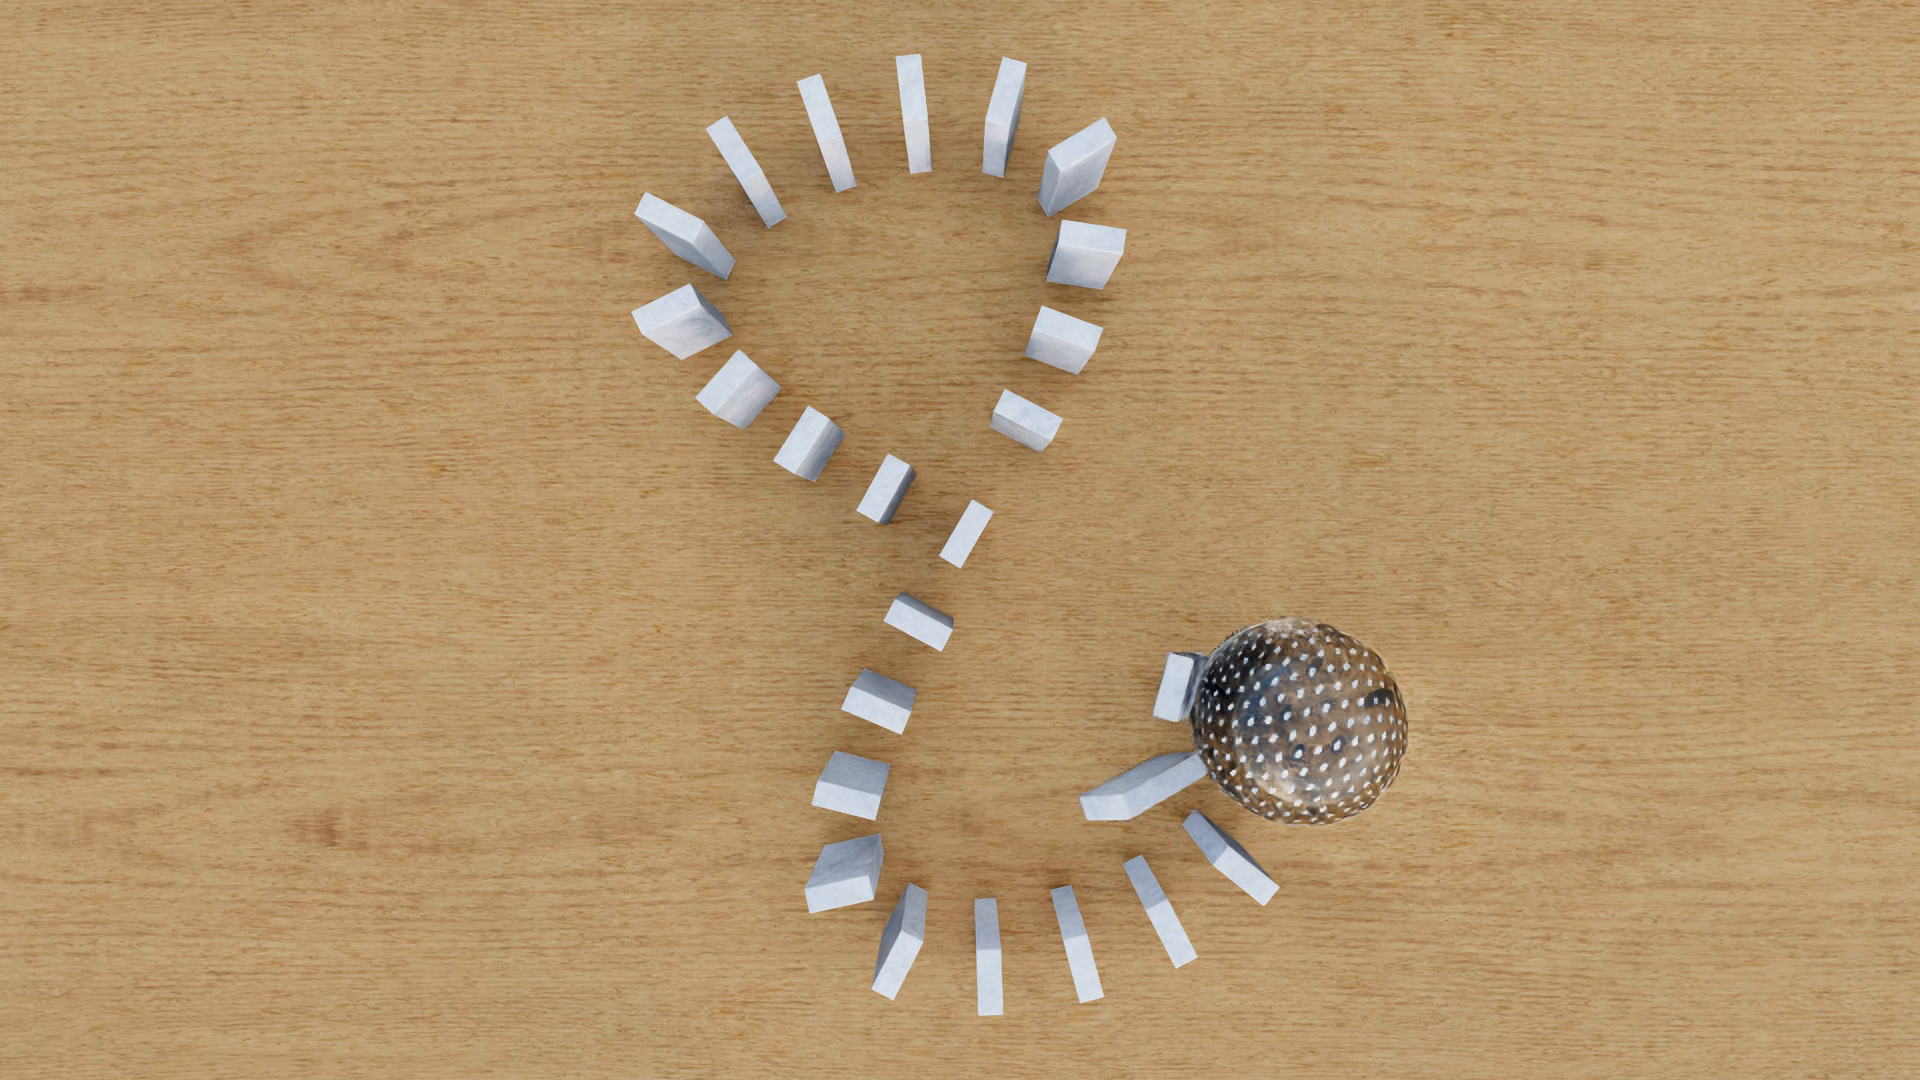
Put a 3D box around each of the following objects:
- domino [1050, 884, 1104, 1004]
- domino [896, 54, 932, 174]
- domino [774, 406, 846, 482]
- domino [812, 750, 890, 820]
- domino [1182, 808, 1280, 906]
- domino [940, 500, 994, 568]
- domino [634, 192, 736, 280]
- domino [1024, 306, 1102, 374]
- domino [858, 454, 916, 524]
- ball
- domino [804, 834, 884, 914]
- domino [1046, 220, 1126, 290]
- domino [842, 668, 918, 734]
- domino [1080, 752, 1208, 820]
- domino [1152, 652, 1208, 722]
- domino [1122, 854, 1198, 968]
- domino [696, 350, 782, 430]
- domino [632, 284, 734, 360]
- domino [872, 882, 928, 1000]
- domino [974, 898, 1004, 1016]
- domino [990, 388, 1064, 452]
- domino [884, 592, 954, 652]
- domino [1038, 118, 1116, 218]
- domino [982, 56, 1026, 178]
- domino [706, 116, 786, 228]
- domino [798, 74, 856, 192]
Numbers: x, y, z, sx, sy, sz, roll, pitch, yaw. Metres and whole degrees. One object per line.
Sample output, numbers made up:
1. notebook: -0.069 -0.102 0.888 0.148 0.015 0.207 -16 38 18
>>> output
1. domino: 0.047 0.164 0.375 0.009 0.050 0.025 -15 90 0
2. domino: -0.018 -0.173 0.375 0.009 0.050 0.025 -7 90 0
3. domino: -0.061 -0.038 0.375 0.009 0.050 0.025 33 90 0
4. domino: -0.043 0.100 0.375 0.025 0.050 0.010 14 90 0
5. domino: 0.109 0.128 0.375 0.025 0.050 0.010 39 90 0
6. domino: 0.002 -0.002 0.375 0.009 0.050 0.025 30 90 0
7. domino: -0.111 -0.123 0.375 0.025 0.050 0.010 27 90 0
8. domino: 0.041 -0.081 0.375 0.025 0.050 0.010 20 90 0
9. domino: -0.029 -0.020 0.375 0.009 0.050 0.025 29 90 0
10. ball: 0.132 0.071 0.360 0.080 0.080 0.080 0 90 0
11. domino: -0.046 0.135 0.375 0.025 0.050 0.009 -12 90 0
12. domino: 0.051 -0.116 0.375 0.025 0.050 0.010 9 90 0
13. domino: -0.032 0.065 0.375 0.025 0.050 0.010 23 90 0
14. domino: 0.076 0.100 0.375 0.050 0.025 0.010 -15 83 -37
15. domino: 0.091 0.059 0.375 0.010 0.050 0.025 16 90 23
16. domino: 0.081 0.150 0.375 0.010 0.050 0.025 -28 90 0
17. domino: -0.089 -0.060 0.375 0.009 0.050 0.025 42 90 0
18. domino: -0.112 -0.088 0.375 0.025 0.050 0.010 -26 90 0
19. domino: -0.024 0.163 0.375 0.009 0.050 0.025 27 90 0
20. domino: 0.011 0.169 0.375 0.009 0.050 0.025 -2 90 0
21. domino: 0.026 -0.048 0.375 0.025 0.050 0.010 27 90 0
22. domino: -0.016 0.033 0.375 0.025 0.050 0.009 28 90 0
23. domino: 0.047 -0.151 0.375 0.025 0.050 0.010 -31 90 0
24. domino: 0.018 -0.171 0.375 0.009 0.050 0.025 16 90 0
25. domino: -0.086 -0.149 0.375 0.010 0.050 0.025 -33 90 0
26. domino: -0.054 -0.165 0.375 0.009 0.050 0.025 -19 90 0
